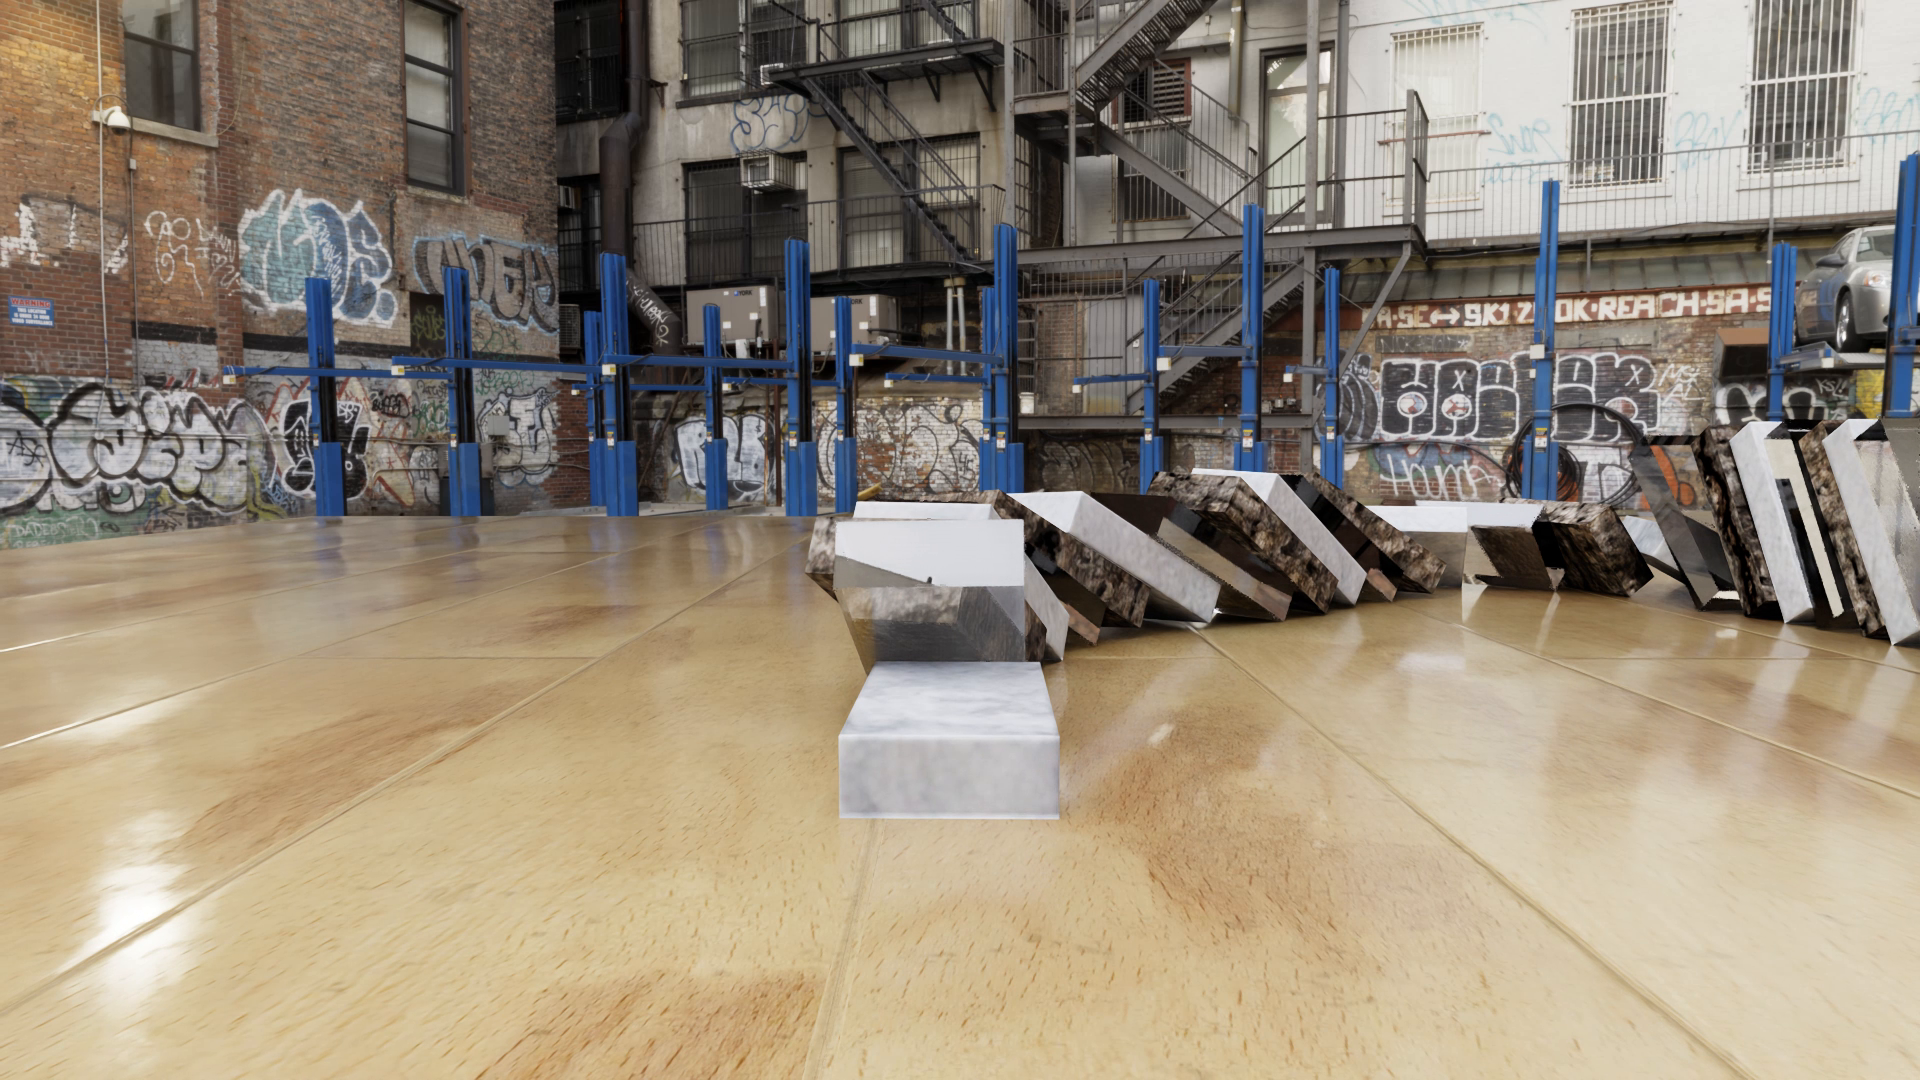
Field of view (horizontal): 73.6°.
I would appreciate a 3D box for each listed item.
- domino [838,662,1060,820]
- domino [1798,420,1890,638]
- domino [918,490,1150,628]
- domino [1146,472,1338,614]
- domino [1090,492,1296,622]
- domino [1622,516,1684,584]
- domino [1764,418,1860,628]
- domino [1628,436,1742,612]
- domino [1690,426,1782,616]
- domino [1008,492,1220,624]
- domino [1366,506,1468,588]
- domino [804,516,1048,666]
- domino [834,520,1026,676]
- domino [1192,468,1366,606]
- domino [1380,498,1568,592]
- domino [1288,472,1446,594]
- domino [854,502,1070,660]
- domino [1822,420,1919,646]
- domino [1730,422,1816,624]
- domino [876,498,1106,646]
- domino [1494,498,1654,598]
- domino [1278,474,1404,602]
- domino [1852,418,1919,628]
[{"bbox_3d":[-0.001,0.025,0.170,0.025,0.009,0.050,0,4,1],"label":"domino"},{"bbox_3d":[0.212,-0.003,0.289,0.025,0.050,0.009,0,-26,0],"label":"domino"},{"bbox_3d":[0.015,0.005,0.278,0.050,0.009,0.025,31,-22,-36],"label":"domino"},{"bbox_3d":[0.069,0.001,0.314,0.025,0.009,0.050,8,-24,49],"label":"domino"},{"bbox_3d":[0.054,0.004,0.304,0.050,0.009,0.025,30,-15,-36],"label":"domino"},{"bbox_3d":[0.204,0.005,0.364,0.025,0.009,0.050,32,11,10],"label":"domino"},{"bbox_3d":[0.210,-0.004,0.300,0.025,0.050,0.009,1,-26,0],"label":"domino"},{"bbox_3d":[0.199,-0.005,0.338,0.025,0.050,0.009,0,-35,-6],"label":"domino"},{"bbox_3d":[0.206,-0.005,0.323,0.025,0.050,0.009,0,-28,0],"label":"domino"},{"bbox_3d":[0.034,0.004,0.292,0.050,0.009,0.025,31,-19,-35],"label":"domino"},{"bbox_3d":[0.123,0.002,0.382,0.050,0.009,0.025,1,-40,18],"label":"domino"},{"bbox_3d":[-0.004,0.011,0.217,0.025,0.009,0.050,2,-22,20],"label":"domino"},{"bbox_3d":[-0.003,0.012,0.192,0.025,0.009,0.050,-1,-24,3],"label":"domino"},{"bbox_3d":[0.081,-0.001,0.328,0.025,0.009,0.050,8,-24,48],"label":"domino"},{"bbox_3d":[0.152,0.001,0.386,0.050,0.025,0.009,5,46,49],"label":"domino"},{"bbox_3d":[0.108,-0.002,0.358,0.050,0.009,0.025,31,-9,-18],"label":"domino"},{"bbox_3d":[0.001,0.009,0.238,0.025,0.010,0.050,2,-24,22],"label":"domino"},{"bbox_3d":[0.210,-0.002,0.278,0.025,0.050,0.009,0,-26,0],"label":"domino"},{"bbox_3d":[0.208,-0.005,0.311,0.025,0.050,0.009,0,-26,0],"label":"domino"},{"bbox_3d":[0.006,0.007,0.261,0.025,0.010,0.050,3,-23,39],"label":"domino"},{"bbox_3d":[0.177,0.001,0.379,0.009,0.025,0.050,-37,11,-7],"label":"domino"},{"bbox_3d":[0.094,-0.001,0.344,0.050,0.009,0.025,36,-16,-31],"label":"domino"},{"bbox_3d":[0.209,-0.001,0.267,0.025,0.050,0.009,0,-26,0],"label":"domino"}]
